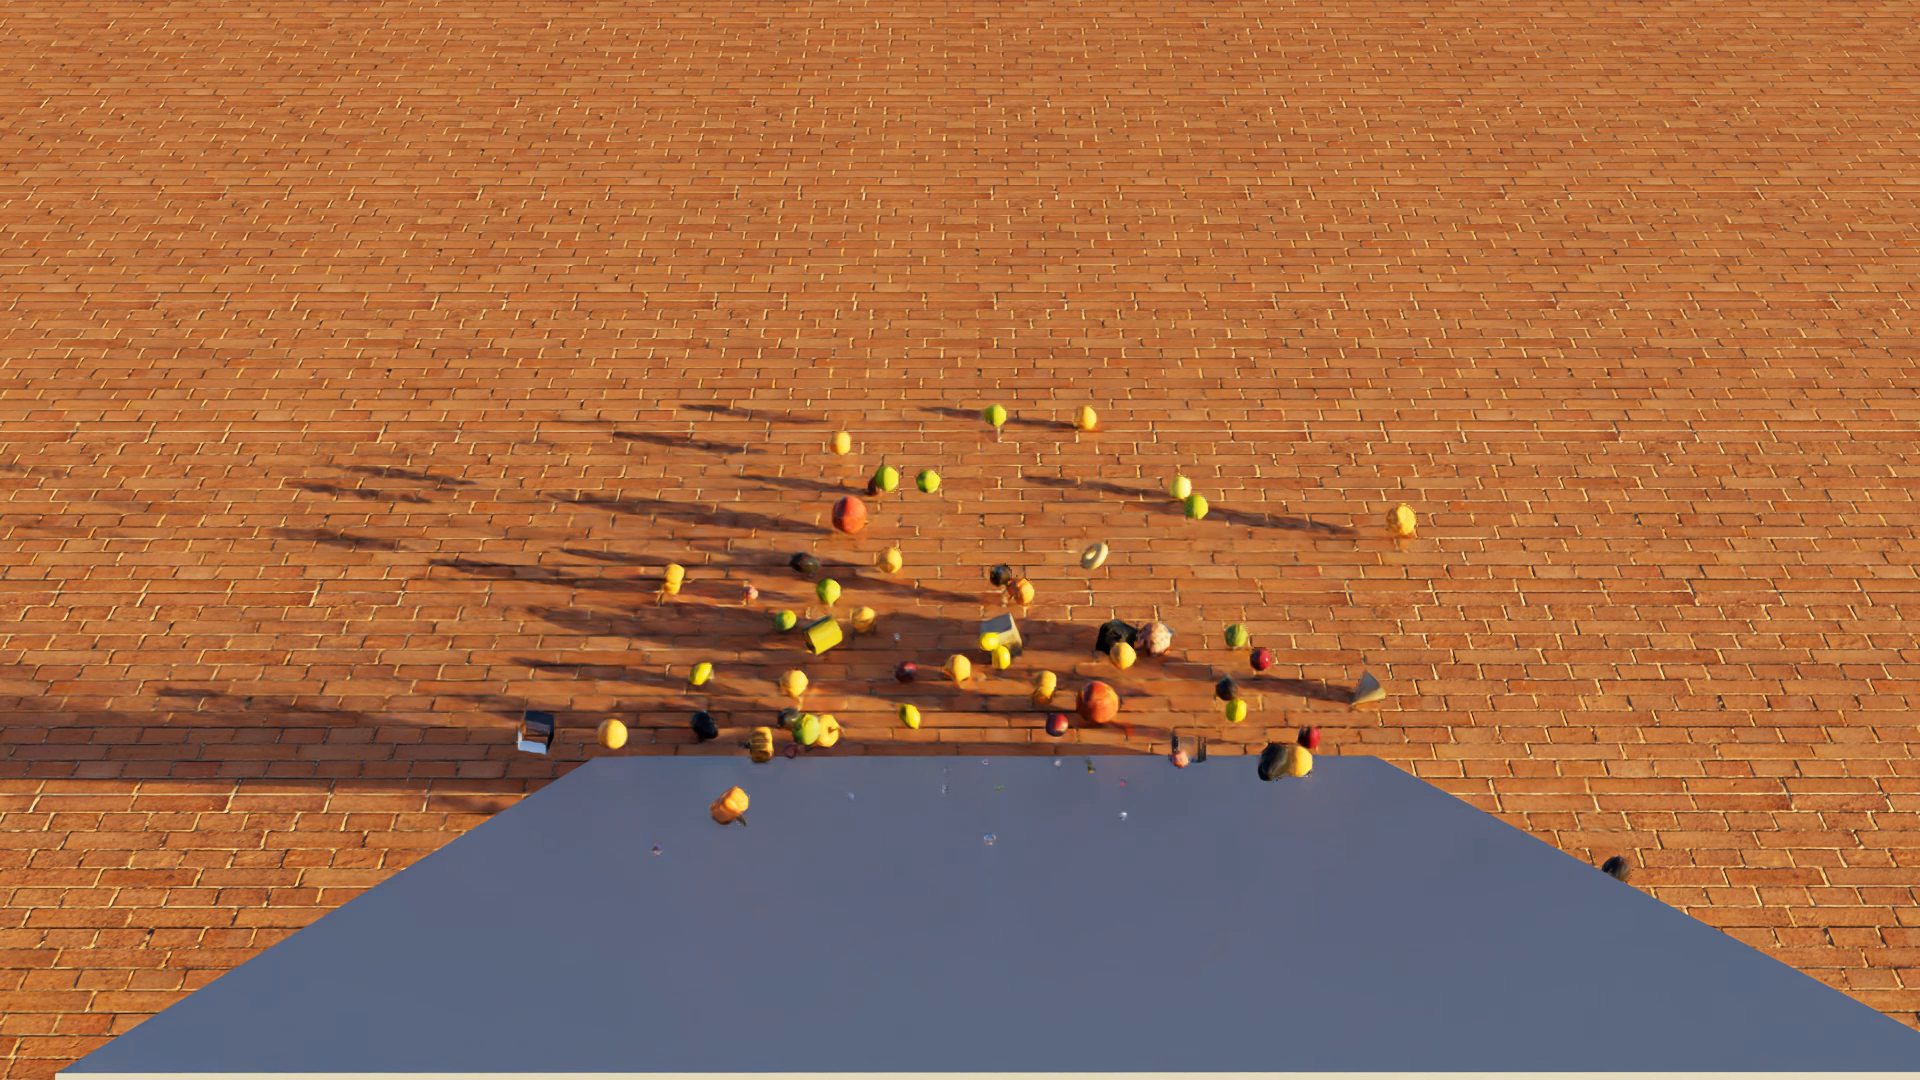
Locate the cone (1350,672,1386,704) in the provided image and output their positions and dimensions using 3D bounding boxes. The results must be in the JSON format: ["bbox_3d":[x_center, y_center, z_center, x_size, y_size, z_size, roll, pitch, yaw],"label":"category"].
[{"bbox_3d":[1.093,0.420,7.026,0.092,0.092,0.092,-37,39,-7],"label":"cone"}]

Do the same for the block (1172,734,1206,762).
[{"bbox_3d":[0.575,0.523,6.490,0.064,0.064,0.064,0,0,32],"label":"block"}]

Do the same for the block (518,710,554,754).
[{"bbox_3d":[-1.113,0.504,6.796,0.076,0.076,0.076,12,32,-19],"label":"block"}]

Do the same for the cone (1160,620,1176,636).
[{"bbox_3d":[0.586,0.260,7.272,0.054,0.054,0.054,27,38,22],"label":"cone"}]

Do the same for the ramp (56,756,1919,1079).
[{"bbox_3d":[0.068,0.602,4.664,2.000,0.100,4.000,0,0,0],"label":"ramp"}]

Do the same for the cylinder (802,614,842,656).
[{"bbox_3d":[-0.384,0.264,7.205,0.085,0.085,0.085,-28,38,-17],"label":"cylinder"}]

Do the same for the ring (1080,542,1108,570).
[{"bbox_3d":[0.370,0.045,7.143,0.089,0.030,0.089,-37,26,22],"label":"ring"}]

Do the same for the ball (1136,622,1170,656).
[{"bbox_3d":[0.540,0.278,7.217,0.095,0.095,0.095,0,30,0],"label":"ball"}]

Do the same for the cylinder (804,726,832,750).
[{"bbox_3d":[-0.370,0.517,6.742,0.057,0.057,0.057,-4,28,18],"label":"cylinder"}]

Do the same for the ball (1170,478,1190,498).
[{"bbox_3d":[0.680,-0.161,7.997,0.067,0.067,0.067,0,30,0],"label":"ball"}]

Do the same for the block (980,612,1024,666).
[{"bbox_3d":[0.115,0.275,7.200,0.090,0.090,0.090,-19,30,7],"label":"block"}]

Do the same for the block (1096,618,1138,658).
[{"bbox_3d":[0.437,0.275,7.225,0.073,0.073,0.073,29,29,33],"label":"block"}]
